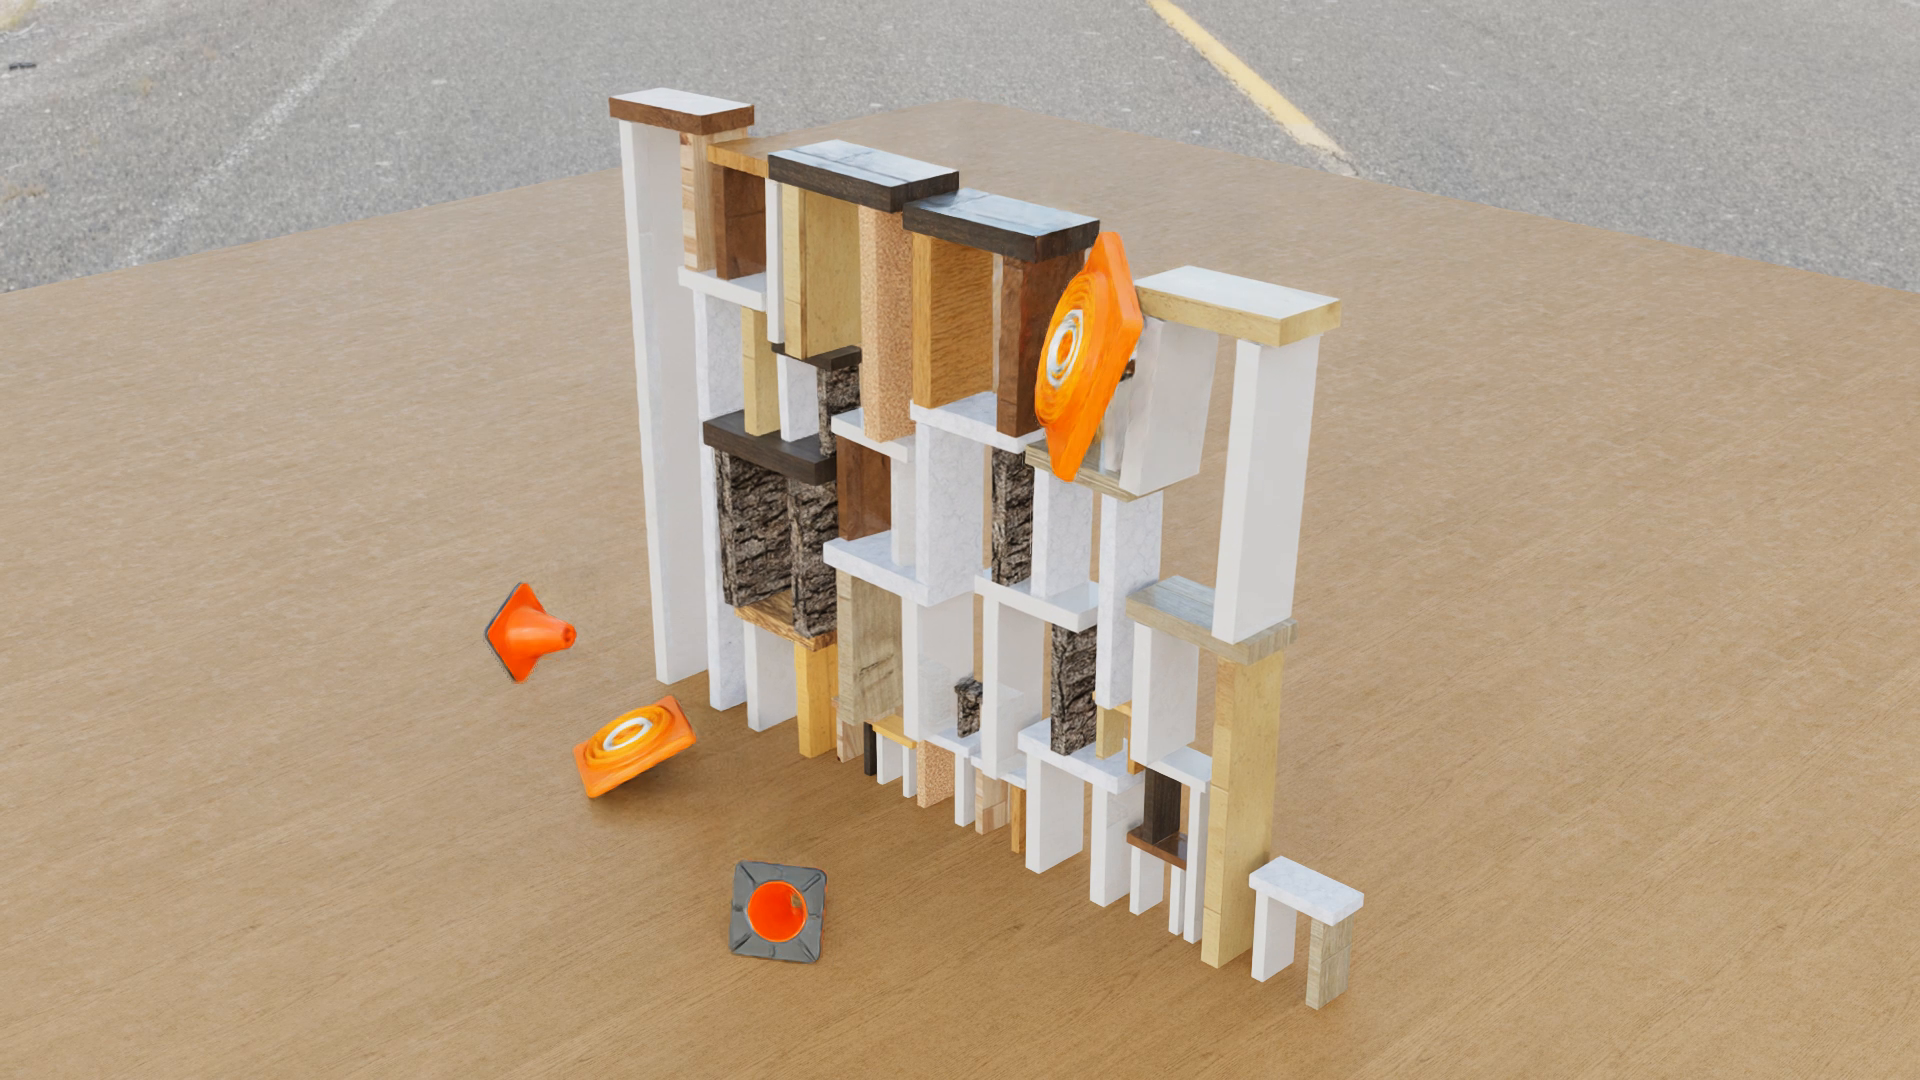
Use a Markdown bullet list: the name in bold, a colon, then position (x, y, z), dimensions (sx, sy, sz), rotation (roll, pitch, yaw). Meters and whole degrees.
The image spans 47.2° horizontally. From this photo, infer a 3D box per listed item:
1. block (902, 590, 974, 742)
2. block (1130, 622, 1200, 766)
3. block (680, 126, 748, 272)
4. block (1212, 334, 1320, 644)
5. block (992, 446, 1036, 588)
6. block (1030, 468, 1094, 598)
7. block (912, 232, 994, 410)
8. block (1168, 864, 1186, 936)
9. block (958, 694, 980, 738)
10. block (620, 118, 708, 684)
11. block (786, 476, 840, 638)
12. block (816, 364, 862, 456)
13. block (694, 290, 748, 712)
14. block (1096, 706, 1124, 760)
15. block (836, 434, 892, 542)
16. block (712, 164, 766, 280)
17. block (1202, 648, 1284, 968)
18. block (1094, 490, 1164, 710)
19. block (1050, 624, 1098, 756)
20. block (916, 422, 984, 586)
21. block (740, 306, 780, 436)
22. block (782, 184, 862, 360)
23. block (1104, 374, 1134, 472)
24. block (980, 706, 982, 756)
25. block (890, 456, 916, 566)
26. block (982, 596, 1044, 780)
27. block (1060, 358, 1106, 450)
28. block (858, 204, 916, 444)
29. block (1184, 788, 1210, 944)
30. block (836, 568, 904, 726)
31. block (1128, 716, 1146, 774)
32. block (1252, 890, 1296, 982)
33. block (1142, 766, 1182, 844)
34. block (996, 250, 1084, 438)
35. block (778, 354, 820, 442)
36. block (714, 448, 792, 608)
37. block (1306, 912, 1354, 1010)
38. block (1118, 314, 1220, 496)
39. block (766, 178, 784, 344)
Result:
- **block**: position (-0.043, 0.234, 4.356), dimensions (0.151, 0.302, 0.043), rotation (-21, 30, -39)
- **block**: position (0.367, 0.255, 3.934), dimensions (0.039, 0.272, 0.136), rotation (21, 31, 41)
- **block**: position (-0.498, -0.700, 4.487), dimensions (0.142, 0.284, 0.040), rotation (-20, 30, -41)
- **block**: position (0.504, -0.094, 3.630), dimensions (0.159, 0.528, 0.045), rotation (-21, 33, -41)
- **block**: position (0.118, -0.061, 4.068), dimensions (0.038, 0.270, 0.135), rotation (20, 30, 39)
- **block**: position (0.187, -0.028, 4.016), dimensions (0.035, 0.247, 0.123), rotation (21, 30, 40)
- **block**: position (-0.013, -0.420, 4.050), dimensions (0.046, 0.328, 0.164), rotation (21, 31, 40)
- **block**: position (0.418, 0.649, 4.048), dimensions (0.020, 0.143, 0.072), rotation (21, 31, 41)
- **block**: position (0.017, 0.341, 4.367), dimensions (0.049, 0.097, 0.014), rotation (-22, 31, -40)
- **block**: position (-0.631, -0.288, 4.797), dimensions (0.040, 1.282, 0.142), rotation (21, 31, 41)
- **block**: position (-0.265, 0.014, 4.526), dimensions (0.174, 0.348, 0.049), rotation (-18, 28, -37)
- **block**: position (-0.239, -0.265, 4.377), dimensions (0.090, 0.181, 0.026), rotation (-21, 29, -41)
- **block**: position (-0.492, -0.090, 4.740), dimensions (0.038, 0.960, 0.134), rotation (20, 29, 40)
- **block**: position (0.278, 0.344, 4.070), dimensions (0.058, 0.116, 0.016), rotation (-20, 30, -41)
- **block**: position (-0.188, -0.121, 4.402), dimensions (0.115, 0.230, 0.033), rotation (-16, 27, -33)
- **block**: position (-0.438, -0.650, 4.434), dimensions (0.117, 0.233, 0.033), rotation (-20, 30, -40)
- **block**: position (0.498, 0.463, 3.883), dimensions (0.136, 0.615, 0.039), rotation (-21, 31, -41)
- **block**: position (0.303, 0.097, 3.938), dimensions (0.123, 0.410, 0.035), rotation (-20, 30, -40)
- **block**: position (0.226, 0.260, 4.084), dimensions (0.037, 0.259, 0.130), rotation (20, 30, 41)
- **block**: position (-0.019, -0.083, 4.192), dimensions (0.135, 0.324, 0.038), rotation (-18, 30, -36)
- **block**: position (-0.379, -0.358, 4.487), dimensions (0.038, 0.268, 0.134), rotation (22, 31, 40)
- **block**: position (-0.262, -0.540, 4.286), dimensions (0.172, 0.345, 0.049), rotation (-20, 32, -39)
- **block**: position (0.289, -0.208, 3.830), dimensions (0.081, 0.163, 0.023), rotation (-21, 31, -39)
- **block**: position (0.062, 0.369, 4.321), dimensions (0.014, 0.114, 0.049), rotation (19, 30, 37)
- **block**: position (-0.074, -0.069, 4.278), dimensions (0.115, 0.230, 0.033), rotation (-12, 26, -25)
- **block**: position (0.102, 0.266, 4.224), dimensions (0.037, 0.379, 0.130), rotation (21, 31, 40)
- **block**: position (0.219, -0.247, 3.908), dimensions (0.081, 0.163, 0.023), rotation (-14, 25, -40)
- **block**: position (-0.102, -0.420, 4.148), dimensions (0.172, 0.453, 0.049), rotation (-18, 29, -35)
- **block**: position (0.446, 0.577, 3.991), dimensions (0.079, 0.321, 0.022), rotation (-21, 31, -41)
- **block**: position (-0.180, 0.197, 4.495), dimensions (0.043, 0.341, 0.151), rotation (21, 31, 40)
- **block**: position (0.332, 0.366, 4.019), dimensions (0.058, 0.116, 0.016), rotation (-21, 30, -40)
- **block**: position (0.561, 0.688, 3.910), dimensions (0.025, 0.179, 0.090), rotation (21, 31, 41)
- **block**: position (0.371, 0.473, 4.027), dimensions (0.022, 0.158, 0.079), rotation (21, 31, 41)
- **block**: position (0.143, -0.360, 3.908), dimensions (0.046, 0.328, 0.164), rotation (23, 32, 38)
- **block**: position (-0.324, -0.298, 4.457), dimensions (0.026, 0.181, 0.090), rotation (20, 30, 41)
- **block**: position (-0.428, -0.047, 4.672), dimensions (0.174, 0.348, 0.049), rotation (-21, 29, -40)
- **block**: position (0.645, 0.721, 3.833), dimensions (0.025, 0.179, 0.090), rotation (21, 31, 41)
- **block**: position (0.358, -0.244, 3.730), dimensions (0.159, 0.319, 0.045), rotation (-20, 37, -41)
- **block**: position (-0.328, -0.562, 4.353), dimensions (0.117, 0.333, 0.033), rotation (-20, 32, -40)
